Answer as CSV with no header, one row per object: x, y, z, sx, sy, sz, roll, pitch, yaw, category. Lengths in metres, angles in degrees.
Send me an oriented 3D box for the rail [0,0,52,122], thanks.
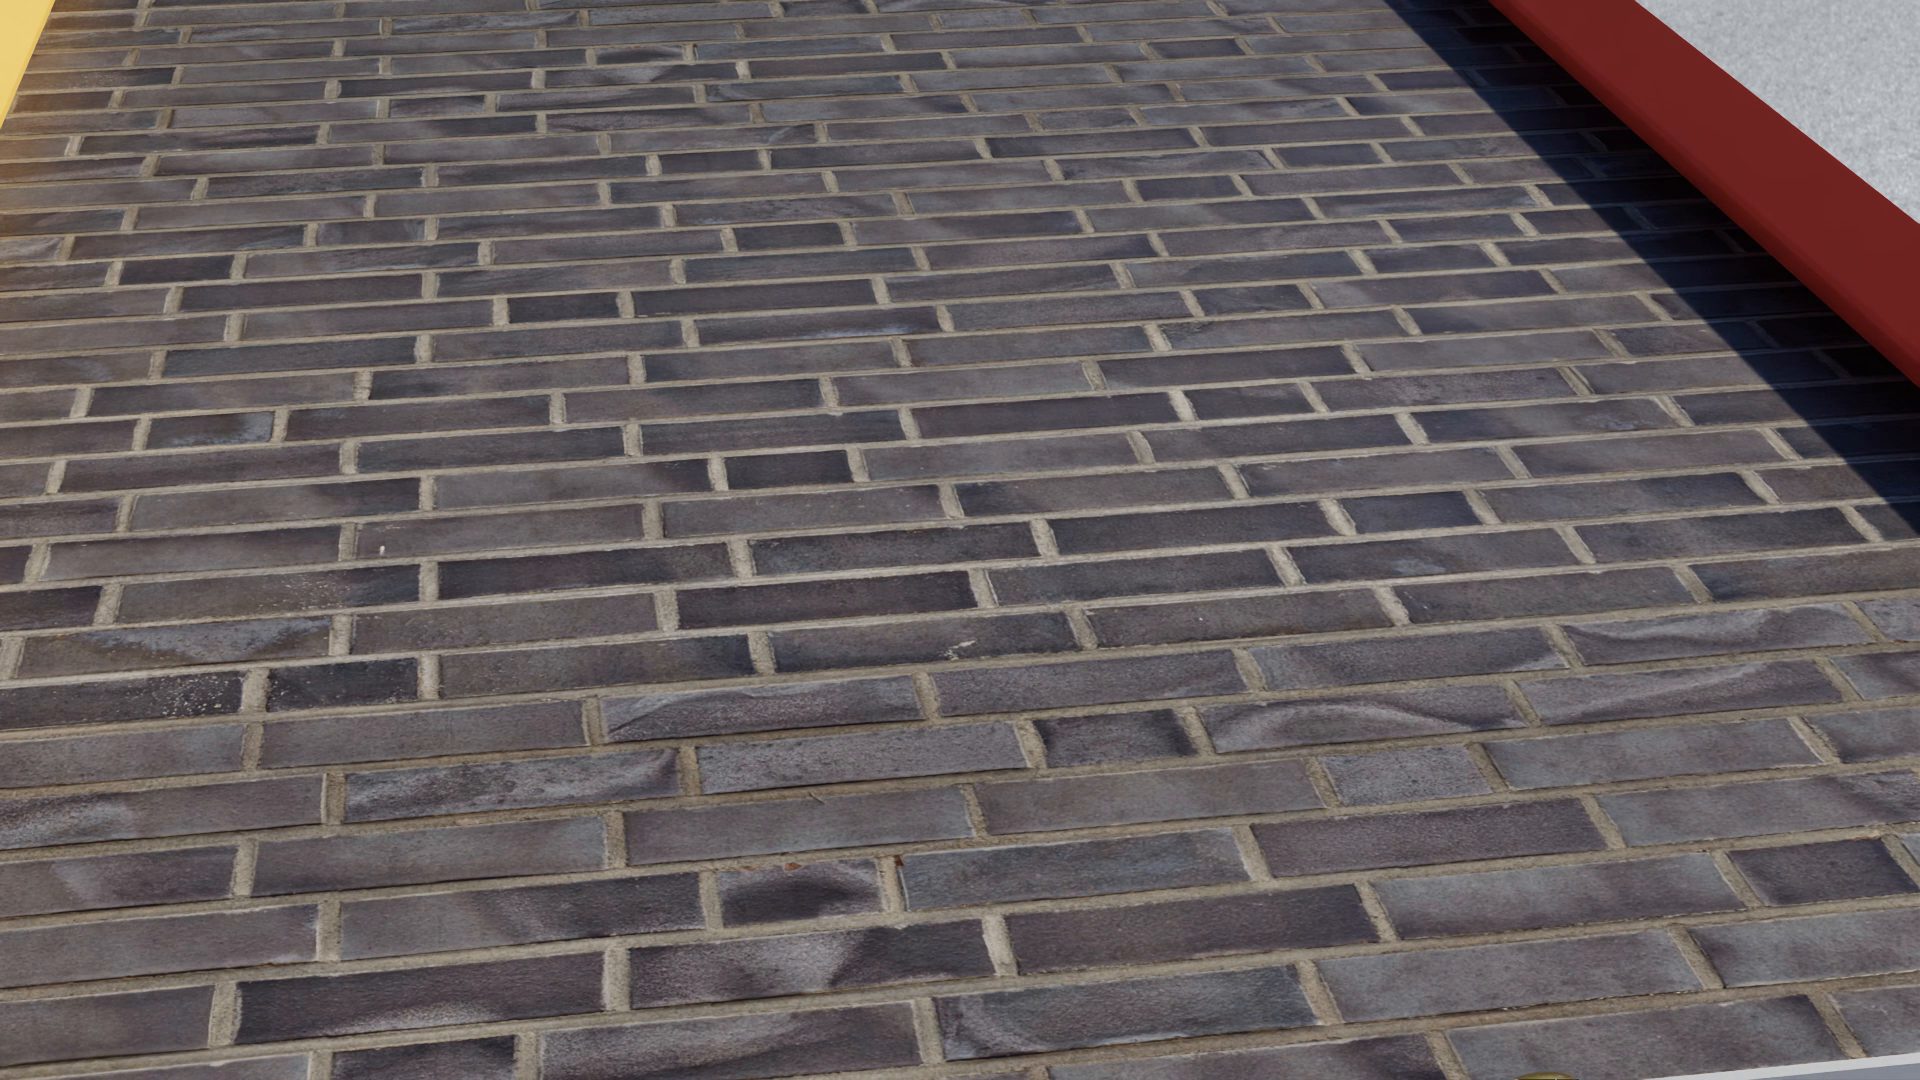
-0.842,-0.299,2.450,0.045,0.115,2.927,-4,27,-8,rail

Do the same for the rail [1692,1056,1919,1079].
0.108,0.286,1.278,1.526,0.115,0.045,-4,27,-8,rail

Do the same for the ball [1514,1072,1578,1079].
0.271,0.277,1.354,0.065,0.065,0.065,0,27,0,ball

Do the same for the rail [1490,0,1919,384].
0.619,-0.400,2.652,0.045,0.115,2.927,-4,27,-8,rail
